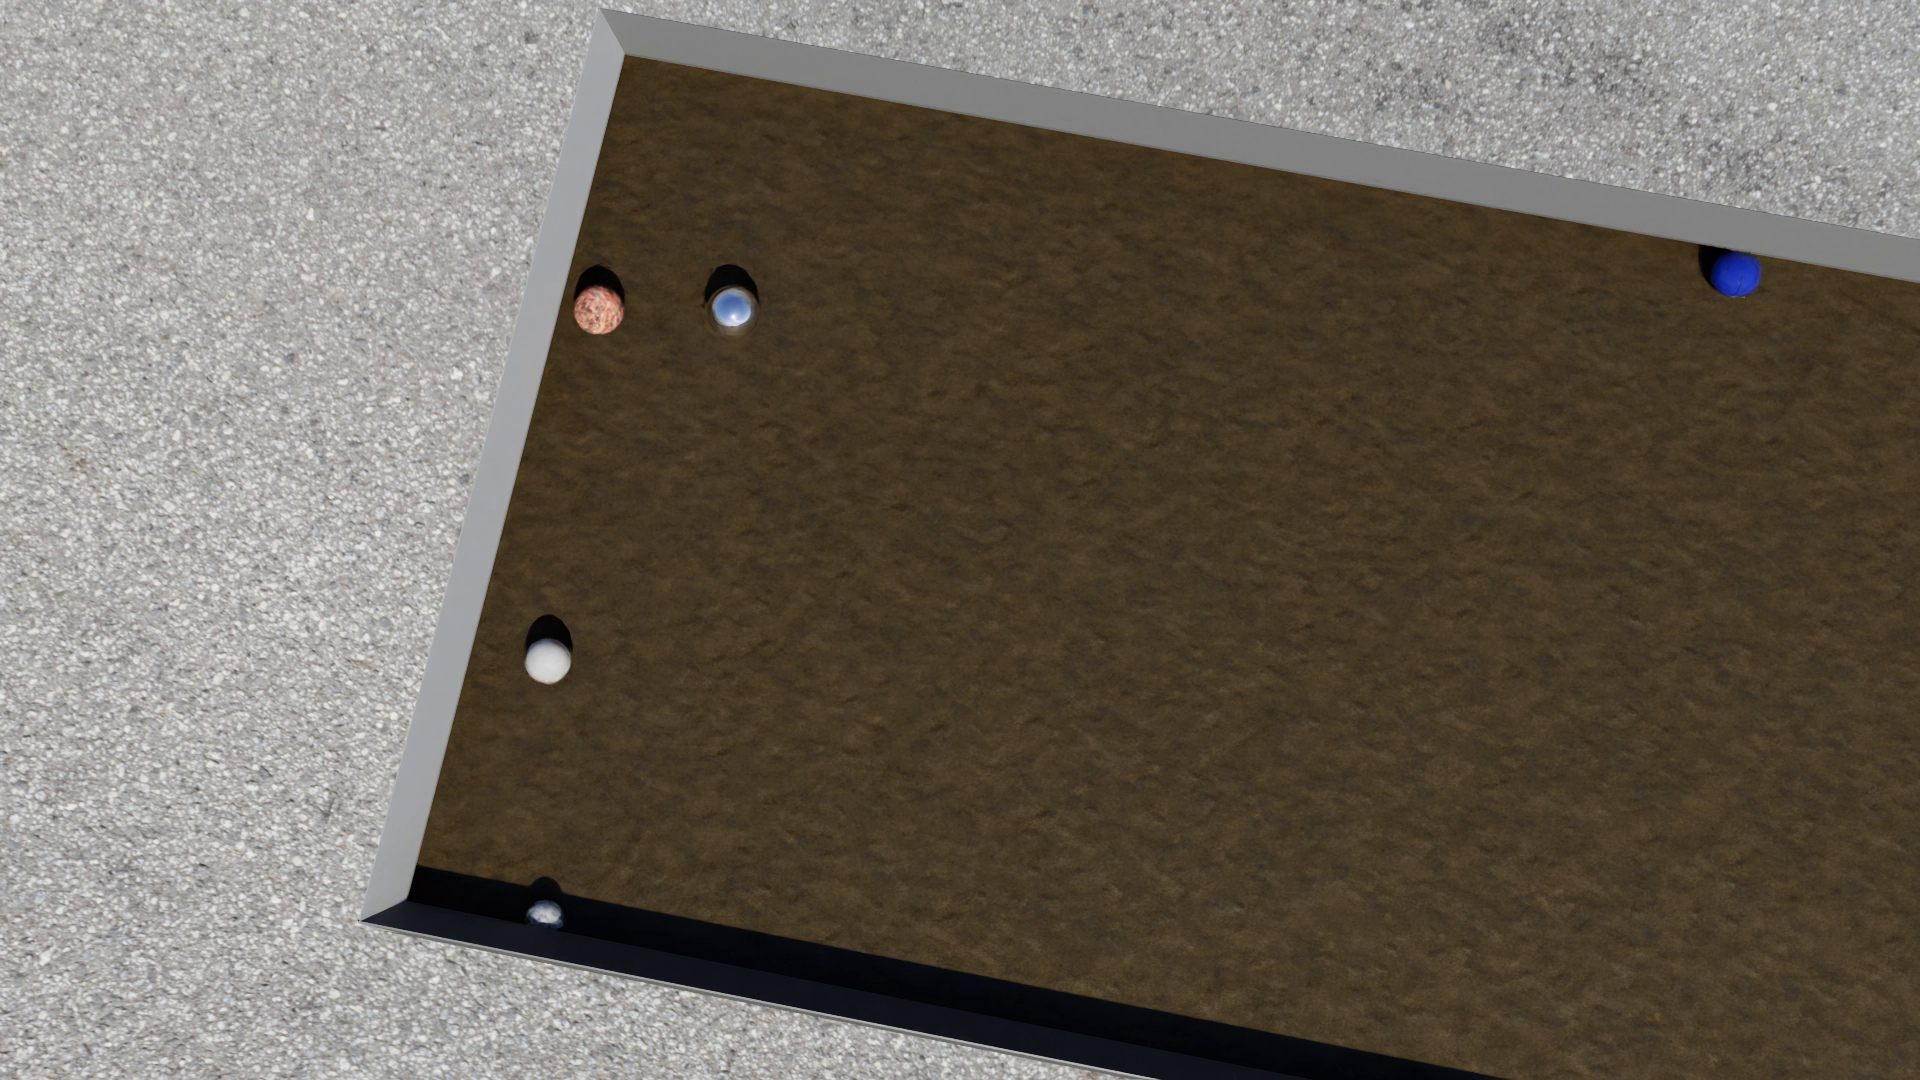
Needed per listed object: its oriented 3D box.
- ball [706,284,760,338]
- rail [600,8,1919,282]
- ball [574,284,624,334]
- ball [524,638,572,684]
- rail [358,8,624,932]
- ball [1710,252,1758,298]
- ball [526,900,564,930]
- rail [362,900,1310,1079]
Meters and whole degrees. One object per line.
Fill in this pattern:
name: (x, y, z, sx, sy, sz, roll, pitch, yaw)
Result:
ball: (-0.356, -0.357, 3.443, 0.084, 0.084, 0.084, 0, 75, 0)
rail: (0.852, -0.547, 3.481, 2.920, 0.109, 0.045, 11, 75, 3)
ball: (-0.566, -0.361, 3.447, 0.078, 0.078, 0.078, 0, 75, 0)
ball: (-0.619, 0.182, 3.304, 0.069, 0.069, 0.069, 0, 75, 0)
rail: (-0.693, -0.134, 3.368, 0.045, 0.109, 1.473, 11, 75, 3)
ball: (1.221, -0.419, 3.466, 0.072, 0.072, 0.072, 0, 75, 0)
ball: (-0.606, 0.552, 3.209, 0.055, 0.055, 0.055, 0, 75, 0)
rail: (0.581, 0.803, 3.112, 2.920, 0.109, 0.045, 11, 75, 3)
